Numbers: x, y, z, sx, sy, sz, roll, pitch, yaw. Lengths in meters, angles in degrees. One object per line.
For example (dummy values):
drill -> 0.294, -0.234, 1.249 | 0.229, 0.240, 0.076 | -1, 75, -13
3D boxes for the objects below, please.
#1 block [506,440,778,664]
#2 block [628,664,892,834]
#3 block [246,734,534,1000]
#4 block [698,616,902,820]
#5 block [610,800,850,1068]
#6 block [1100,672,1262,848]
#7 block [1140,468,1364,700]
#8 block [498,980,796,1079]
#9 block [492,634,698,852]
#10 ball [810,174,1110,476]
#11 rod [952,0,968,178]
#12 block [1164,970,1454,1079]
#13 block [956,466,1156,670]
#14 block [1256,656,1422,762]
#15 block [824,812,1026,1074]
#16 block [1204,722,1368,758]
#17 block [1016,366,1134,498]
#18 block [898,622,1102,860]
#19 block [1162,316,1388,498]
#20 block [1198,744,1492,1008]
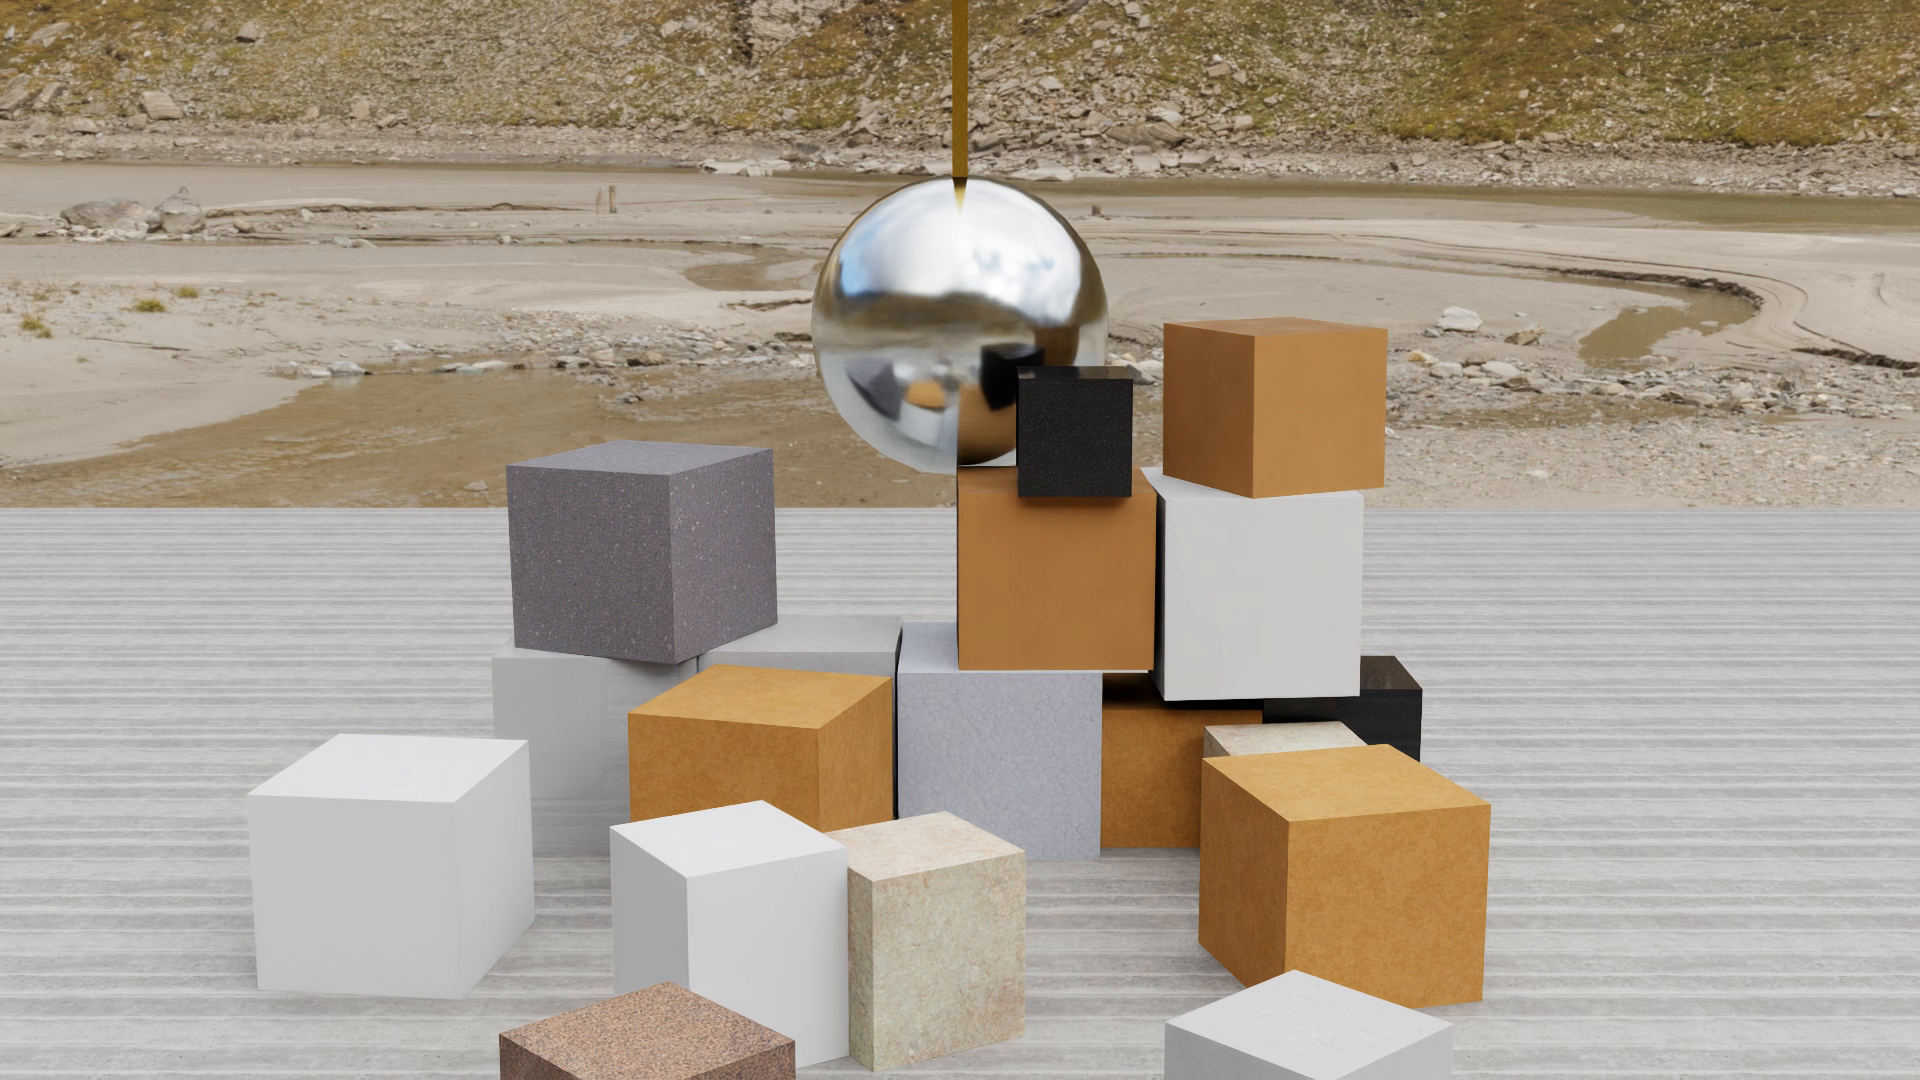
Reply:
block -> -1.599, 0.033, 11.188 | 0.947, 0.923, 0.992 | 4, 11, 25
block -> -0.916, 1.190, 10.365 | 0.923, 0.950, 0.990 | 3, 11, 17
block -> -2.439, 1.391, 9.543 | 0.888, 0.848, 0.950 | 1, 10, 7
block -> -0.801, 0.974, 11.387 | 0.975, 1.009, 0.835 | 0, 10, 1
block -> -0.905, 1.565, 8.599 | 0.670, 0.844, 0.719 | -6, 12, -31
block -> 1.103, 1.126, 11.383 | 0.802, 0.711, 0.782 | 0, 10, 0
block -> 1.444, 0.191, 11.198 | 0.961, 0.990, 1.080 | -1, 10, -3
block -> -0.992, 1.921, 7.020 | 0.657, 0.709, 0.684 | -9, 14, -42
block -> -1.802, 0.985, 11.363 | 1.002, 0.997, 0.954 | 0, 10, 0
ball -> 0.000, -1.144, 11.762 | 1.600, 1.600, 1.600 | 0, 10, 0
rod -> 0.000, -4.383, 10.726 | 0.080, 5.200, 0.080 | 0, 18, 0
block -> 1.163, 1.907, 7.372 | 0.688, 0.610, 0.669 | -10, 14, -42
block -> 0.465, 0.125, 11.132 | 0.953, 0.874, 0.927 | 0, 10, -1
block -> 1.908, 1.077, 11.364 | 0.787, 0.815, 0.730 | 0, 10, 0
block -> -0.194, 1.578, 8.748 | 0.684, 0.765, 0.615 | -6, 12, -31
block -> 1.585, 1.288, 10.640 | 0.692, 0.660, 0.616 | -1, 10, -7
block -> 0.550, -0.537, 10.742 | 0.541, 0.567, 0.593 | 0, 10, 0
block -> 0.197, 1.011, 11.353 | 0.997, 0.949, 1.151 | 0, 10, 0
block -> 1.567, -0.683, 11.044 | 0.755, 0.782, 0.882 | -5, 11, -24
block -> 1.608, 1.429, 9.346 | 0.886, 0.844, 0.942 | -3, 11, -15
